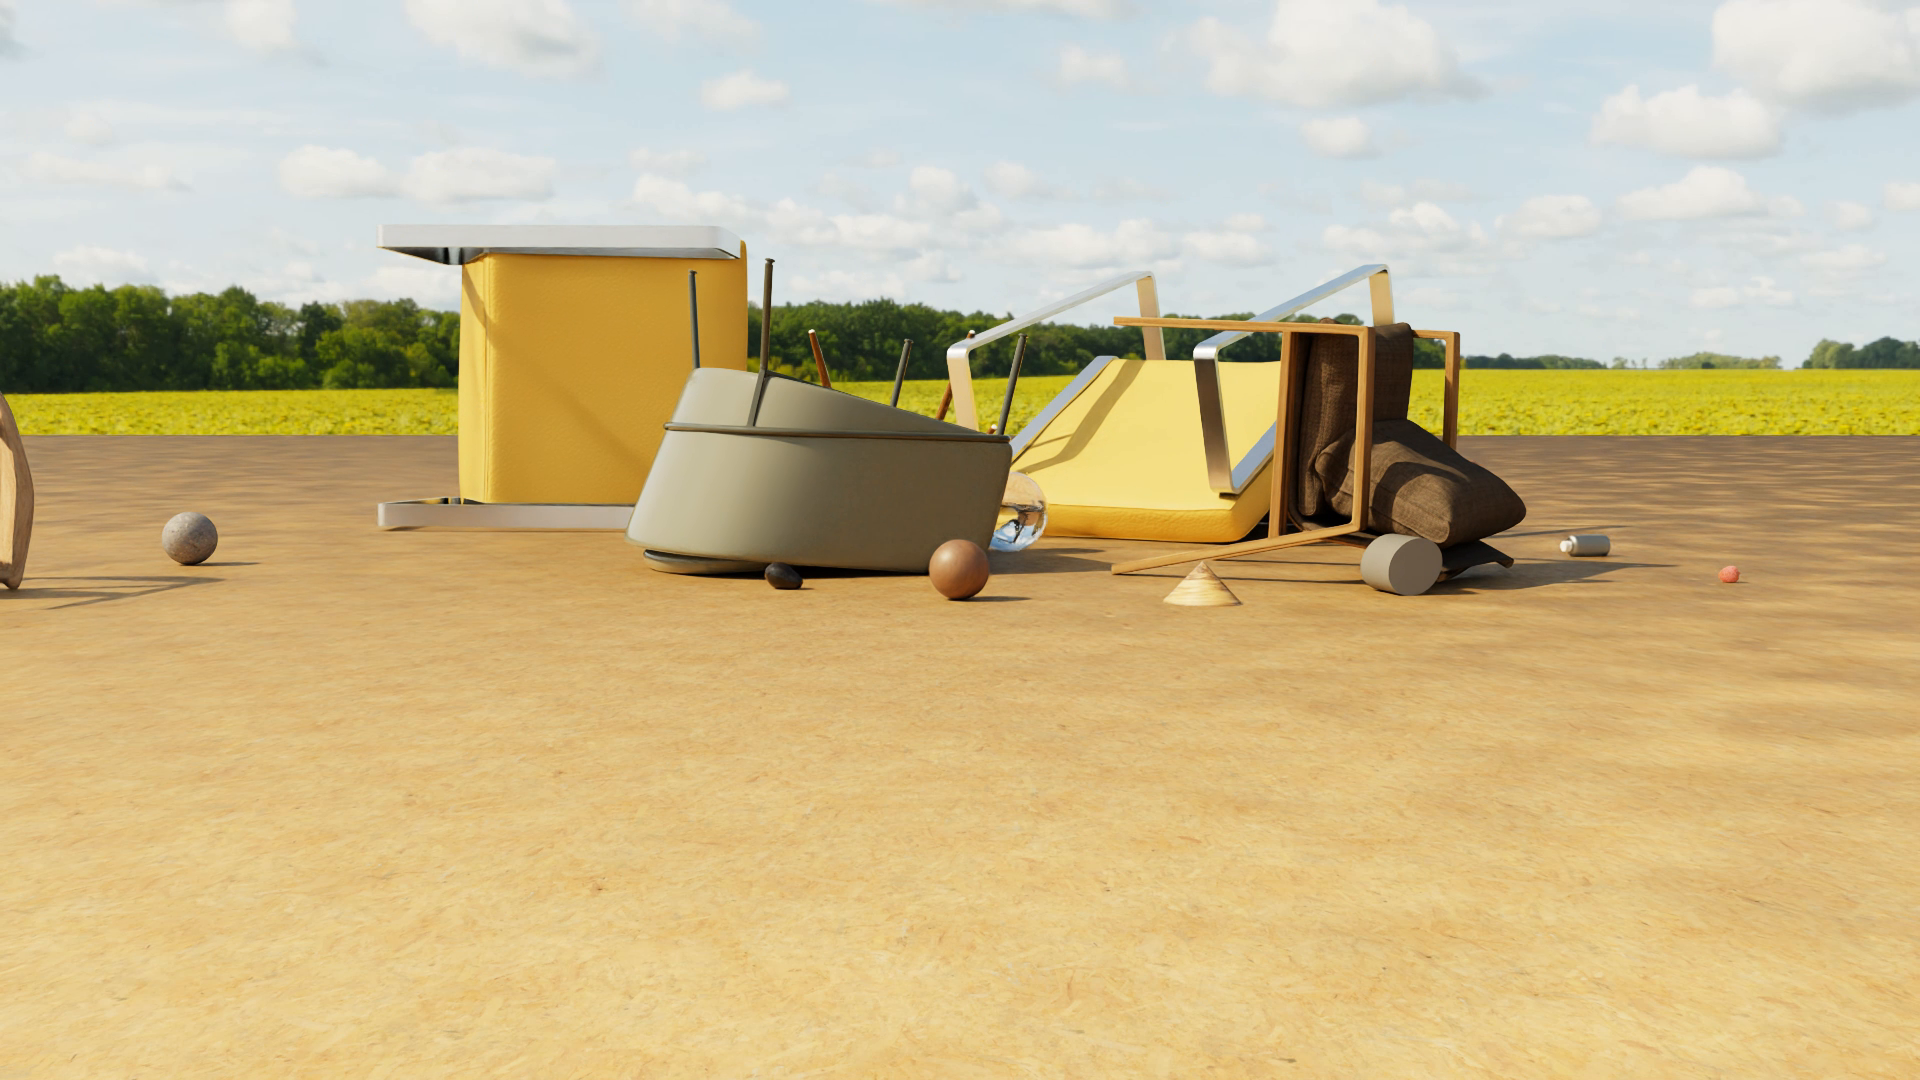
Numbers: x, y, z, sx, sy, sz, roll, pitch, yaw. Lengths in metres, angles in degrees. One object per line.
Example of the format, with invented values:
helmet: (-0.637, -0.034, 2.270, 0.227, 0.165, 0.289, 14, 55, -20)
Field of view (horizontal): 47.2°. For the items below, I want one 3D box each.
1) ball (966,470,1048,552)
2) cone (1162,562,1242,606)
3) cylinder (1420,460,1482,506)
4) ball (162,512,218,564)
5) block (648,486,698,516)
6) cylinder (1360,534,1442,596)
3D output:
ball: (0.131, -0.078, 6.046, 0.224, 0.224, 0.224, 0, 4, 0)
cone: (0.510, 0.088, 4.624, 0.146, 0.088, 0.191, -3, 5, -38)
cylinder: (1.886, -0.217, 8.456, 0.185, 0.172, 0.181, 2, -8, 32)
ball: (-1.967, -0.004, 5.618, 0.136, 0.136, 0.136, 0, 4, 0)
block: (-1.023, -0.139, 7.830, 0.126, 0.070, 0.124, 18, 10, 19)
cylinder: (0.972, 0.054, 4.850, 0.114, 0.137, 0.152, 45, -6, -12)
